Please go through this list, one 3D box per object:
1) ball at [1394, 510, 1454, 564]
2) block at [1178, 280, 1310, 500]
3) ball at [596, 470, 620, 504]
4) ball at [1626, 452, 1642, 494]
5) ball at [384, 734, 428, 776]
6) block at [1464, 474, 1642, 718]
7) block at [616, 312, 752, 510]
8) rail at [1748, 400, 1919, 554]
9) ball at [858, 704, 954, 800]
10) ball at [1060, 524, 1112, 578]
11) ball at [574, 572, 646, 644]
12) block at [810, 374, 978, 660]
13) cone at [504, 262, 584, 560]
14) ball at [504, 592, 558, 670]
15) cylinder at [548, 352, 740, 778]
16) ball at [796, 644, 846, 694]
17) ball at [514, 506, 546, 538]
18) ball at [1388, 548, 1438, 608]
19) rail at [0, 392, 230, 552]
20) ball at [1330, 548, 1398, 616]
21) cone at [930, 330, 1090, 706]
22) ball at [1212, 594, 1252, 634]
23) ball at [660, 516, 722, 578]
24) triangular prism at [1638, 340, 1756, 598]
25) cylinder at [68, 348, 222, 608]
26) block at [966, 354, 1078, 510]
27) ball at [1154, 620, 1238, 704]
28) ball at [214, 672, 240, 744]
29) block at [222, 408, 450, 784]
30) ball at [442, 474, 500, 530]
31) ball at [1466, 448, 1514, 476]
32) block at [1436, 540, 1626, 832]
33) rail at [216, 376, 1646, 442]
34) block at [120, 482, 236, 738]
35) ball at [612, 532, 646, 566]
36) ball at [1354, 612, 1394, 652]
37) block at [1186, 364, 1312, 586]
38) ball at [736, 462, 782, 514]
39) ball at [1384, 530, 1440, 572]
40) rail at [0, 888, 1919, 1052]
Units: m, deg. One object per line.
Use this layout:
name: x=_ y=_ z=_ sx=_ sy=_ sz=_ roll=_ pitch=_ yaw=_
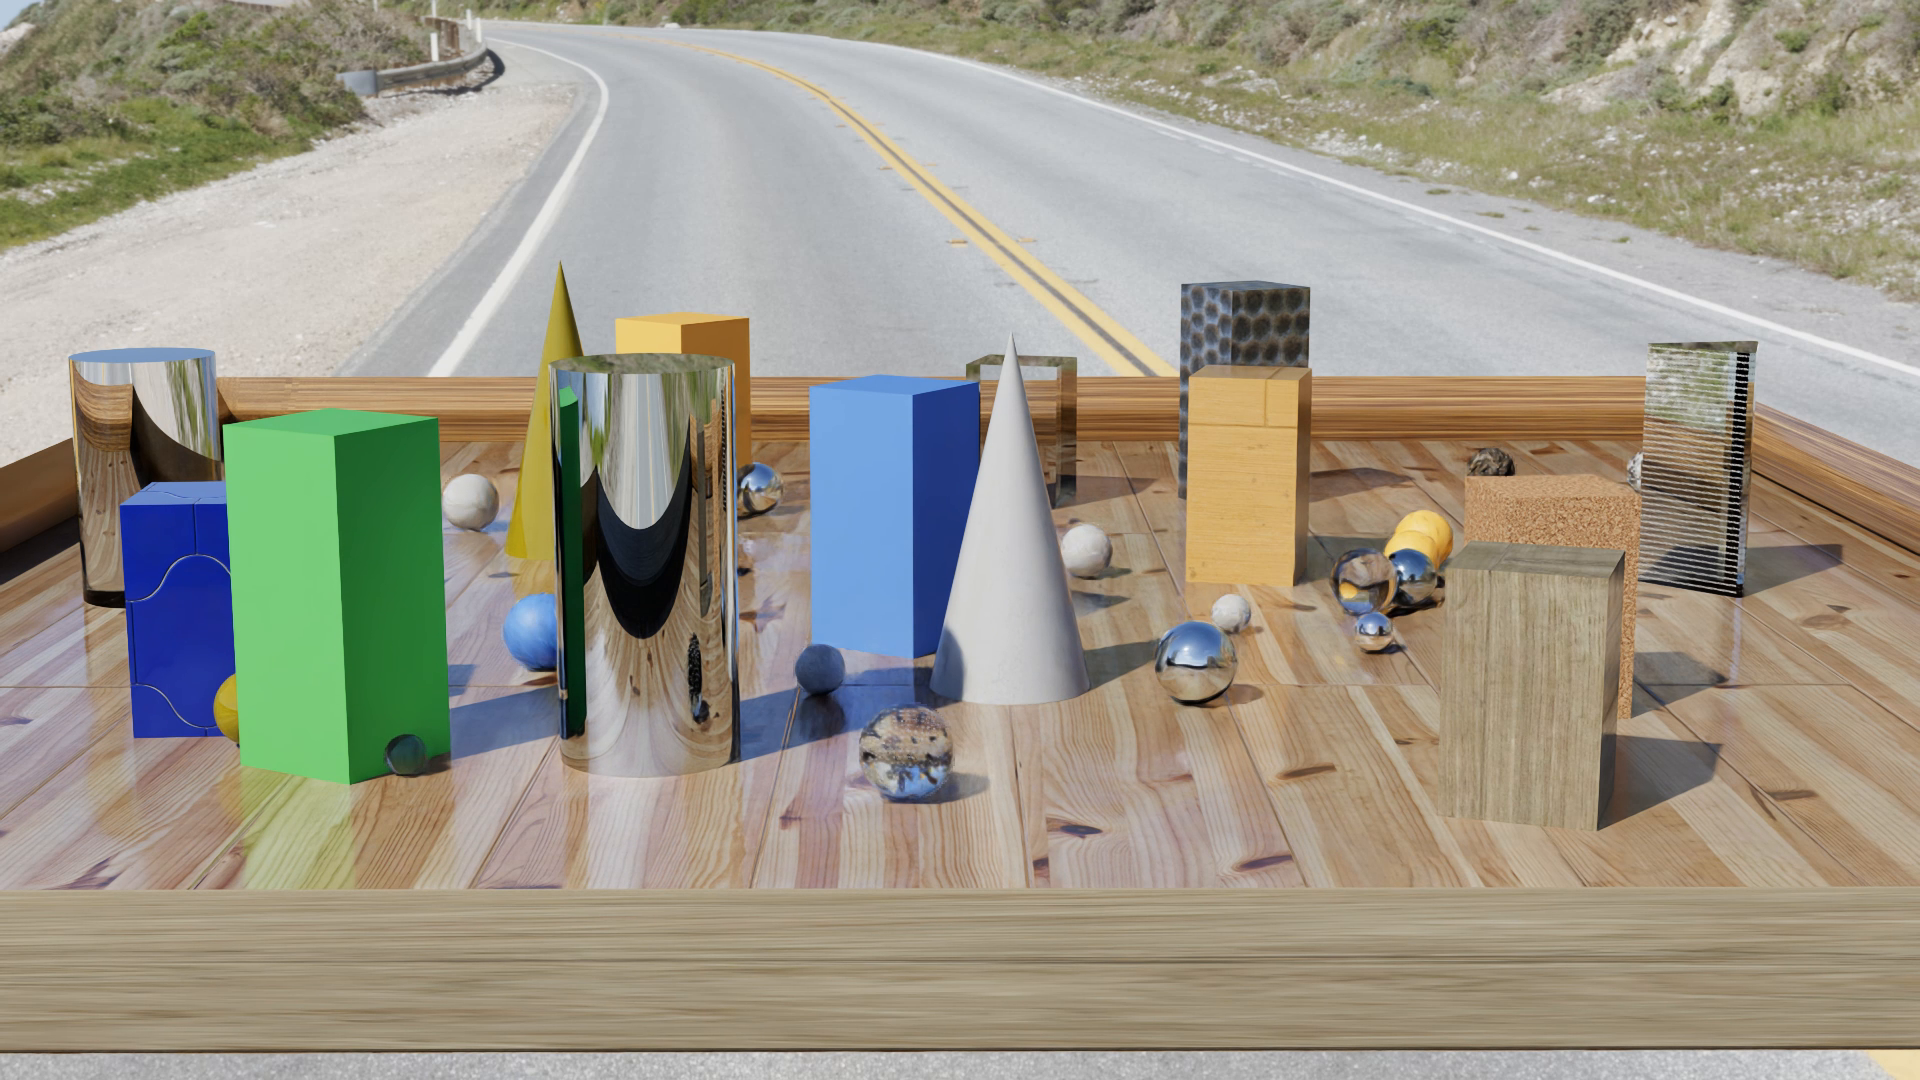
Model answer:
ball: x=0.675 y=0.000 z=3.733 sx=0.086 sy=0.086 sz=0.086 roll=0 pitch=11 yaw=0
block: x=0.474 y=-0.244 z=4.291 sx=0.154 sy=0.362 sz=0.154 roll=-5 pitch=12 yaw=-27
ball: x=-0.580 y=-0.088 z=4.285 sx=0.058 sy=0.058 sz=0.058 roll=0 pitch=11 yaw=0
ball: x=1.173 y=-0.114 z=4.360 sx=0.080 sy=0.080 sz=0.080 roll=0 pitch=11 yaw=0
ball: x=-0.574 y=0.222 z=2.657 sx=0.043 sy=0.043 sz=0.043 roll=0 pitch=11 yaw=0
block: x=0.671 y=0.064 z=2.932 sx=0.154 sy=0.254 sz=0.154 roll=-1 pitch=11 yaw=-6
block: x=-0.453 y=-0.207 z=4.215 sx=0.154 sy=0.316 sz=0.154 roll=9 pitch=14 yaw=40
rail: x=1.420 y=0.031 z=3.457 sx=0.045 sy=0.125 sz=3.147 roll=0 pitch=11 yaw=0
ball: x=-0.054 y=0.212 z=2.568 sx=0.096 sy=0.096 sz=0.096 roll=0 pitch=11 yaw=0
ball: x=0.181 y=0.015 z=3.677 sx=0.076 sy=0.076 sz=0.076 roll=0 pitch=11 yaw=0
ball: x=-0.445 y=0.085 z=3.260 sx=0.091 sy=0.091 sz=0.091 roll=0 pitch=11 yaw=0
block: x=-0.082 y=-0.034 z=3.250 sx=0.154 sy=0.329 sz=0.154 roll=7 pitch=12 yaw=32
cone: x=-0.595 y=-0.203 z=3.857 sx=0.192 sy=0.439 sz=0.192 roll=0 pitch=11 yaw=0
ball: x=-0.508 y=0.111 z=3.119 sx=0.093 sy=0.093 sz=0.093 roll=0 pitch=11 yaw=0
cylinder: x=-0.330 y=0.022 z=2.704 sx=0.192 sy=0.419 sz=0.192 roll=0 pitch=11 yaw=0
ball: x=-0.163 y=0.151 z=2.995 sx=0.060 sy=0.060 sz=0.060 roll=0 pitch=11 yaw=0
ball: x=-0.667 y=-0.028 z=3.984 sx=0.049 sy=0.049 sz=0.049 roll=0 pitch=11 yaw=0
ball: x=0.606 y=0.051 z=3.476 sx=0.080 sy=0.080 sz=0.080 roll=0 pitch=11 yaw=0
rail: x=-1.420 y=0.034 z=3.441 sx=0.045 sy=0.125 sz=3.147 roll=0 pitch=11 yaw=0
ball: x=0.539 y=0.055 z=3.423 sx=0.091 sy=0.091 sz=0.091 roll=0 pitch=11 yaw=0
cone: x=0.059 y=-0.036 z=3.004 sx=0.192 sy=0.424 sz=0.192 roll=0 pitch=11 yaw=0
ball: x=0.351 y=0.096 z=3.311 sx=0.052 sy=0.052 sz=0.052 roll=0 pitch=11 yaw=0
ball: x=-0.384 y=0.011 z=3.667 sx=0.089 sy=0.089 sz=0.089 roll=0 pitch=11 yaw=0
triangular prism: x=1.073 y=-0.106 z=3.615 sx=0.144 sy=0.339 sz=0.166 roll=-9 pitch=14 yaw=-41
cylinder: x=-1.116 y=-0.088 z=3.531 sx=0.192 sy=0.334 sz=0.192 roll=0 pitch=11 yaw=0
block: x=0.104 y=-0.184 z=4.311 sx=0.154 sy=0.236 sz=0.154 roll=3 pitch=11 yaw=15
ball: x=0.271 y=0.140 z=2.952 sx=0.096 sy=0.096 sz=0.096 roll=0 pitch=11 yaw=0
ball: x=-0.761 y=0.181 z=2.765 sx=0.085 sy=0.085 sz=0.085 roll=0 pitch=11 yaw=0
block: x=-0.651 y=0.054 z=2.692 sx=0.154 sy=0.360 sz=0.154 roll=6 pitch=12 yaw=30
ball: x=-0.770 y=-0.059 z=4.042 sx=0.090 sy=0.090 sz=0.090 roll=0 pitch=11 yaw=0
ball: x=0.905 y=-0.117 z=4.375 sx=0.081 sy=0.081 sz=0.081 roll=0 pitch=11 yaw=0
block: x=0.566 y=0.140 z=2.537 sx=0.154 sy=0.248 sz=0.154 roll=4 pitch=11 yaw=20
rail: x=-0.009 y=-0.251 z=4.973 sx=2.887 sy=0.125 sz=0.045 roll=0 pitch=11 yaw=0
block: x=-0.833 y=0.074 z=2.861 sx=0.154 sy=0.258 sz=0.154 roll=-1 pitch=11 yaw=-4
ball: x=-0.487 y=0.012 z=3.767 sx=0.050 sy=0.050 sz=0.050 roll=0 pitch=11 yaw=0
ball: x=0.518 y=0.115 z=3.209 sx=0.051 sy=0.051 sz=0.051 roll=0 pitch=11 yaw=0
block: x=0.415 y=-0.095 z=3.680 sx=0.154 sy=0.292 sz=0.154 roll=3 pitch=11 yaw=14
ball: x=-0.332 y=-0.084 z=4.188 sx=0.085 sy=0.085 sz=0.085 roll=0 pitch=11 yaw=0
ball: x=0.636 y=0.026 z=3.610 sx=0.079 sy=0.079 sz=0.079 roll=0 pitch=11 yaw=0
rail: x=0.009 y=0.315 z=1.926 sx=2.887 sy=0.125 sz=0.045 roll=0 pitch=11 yaw=0
